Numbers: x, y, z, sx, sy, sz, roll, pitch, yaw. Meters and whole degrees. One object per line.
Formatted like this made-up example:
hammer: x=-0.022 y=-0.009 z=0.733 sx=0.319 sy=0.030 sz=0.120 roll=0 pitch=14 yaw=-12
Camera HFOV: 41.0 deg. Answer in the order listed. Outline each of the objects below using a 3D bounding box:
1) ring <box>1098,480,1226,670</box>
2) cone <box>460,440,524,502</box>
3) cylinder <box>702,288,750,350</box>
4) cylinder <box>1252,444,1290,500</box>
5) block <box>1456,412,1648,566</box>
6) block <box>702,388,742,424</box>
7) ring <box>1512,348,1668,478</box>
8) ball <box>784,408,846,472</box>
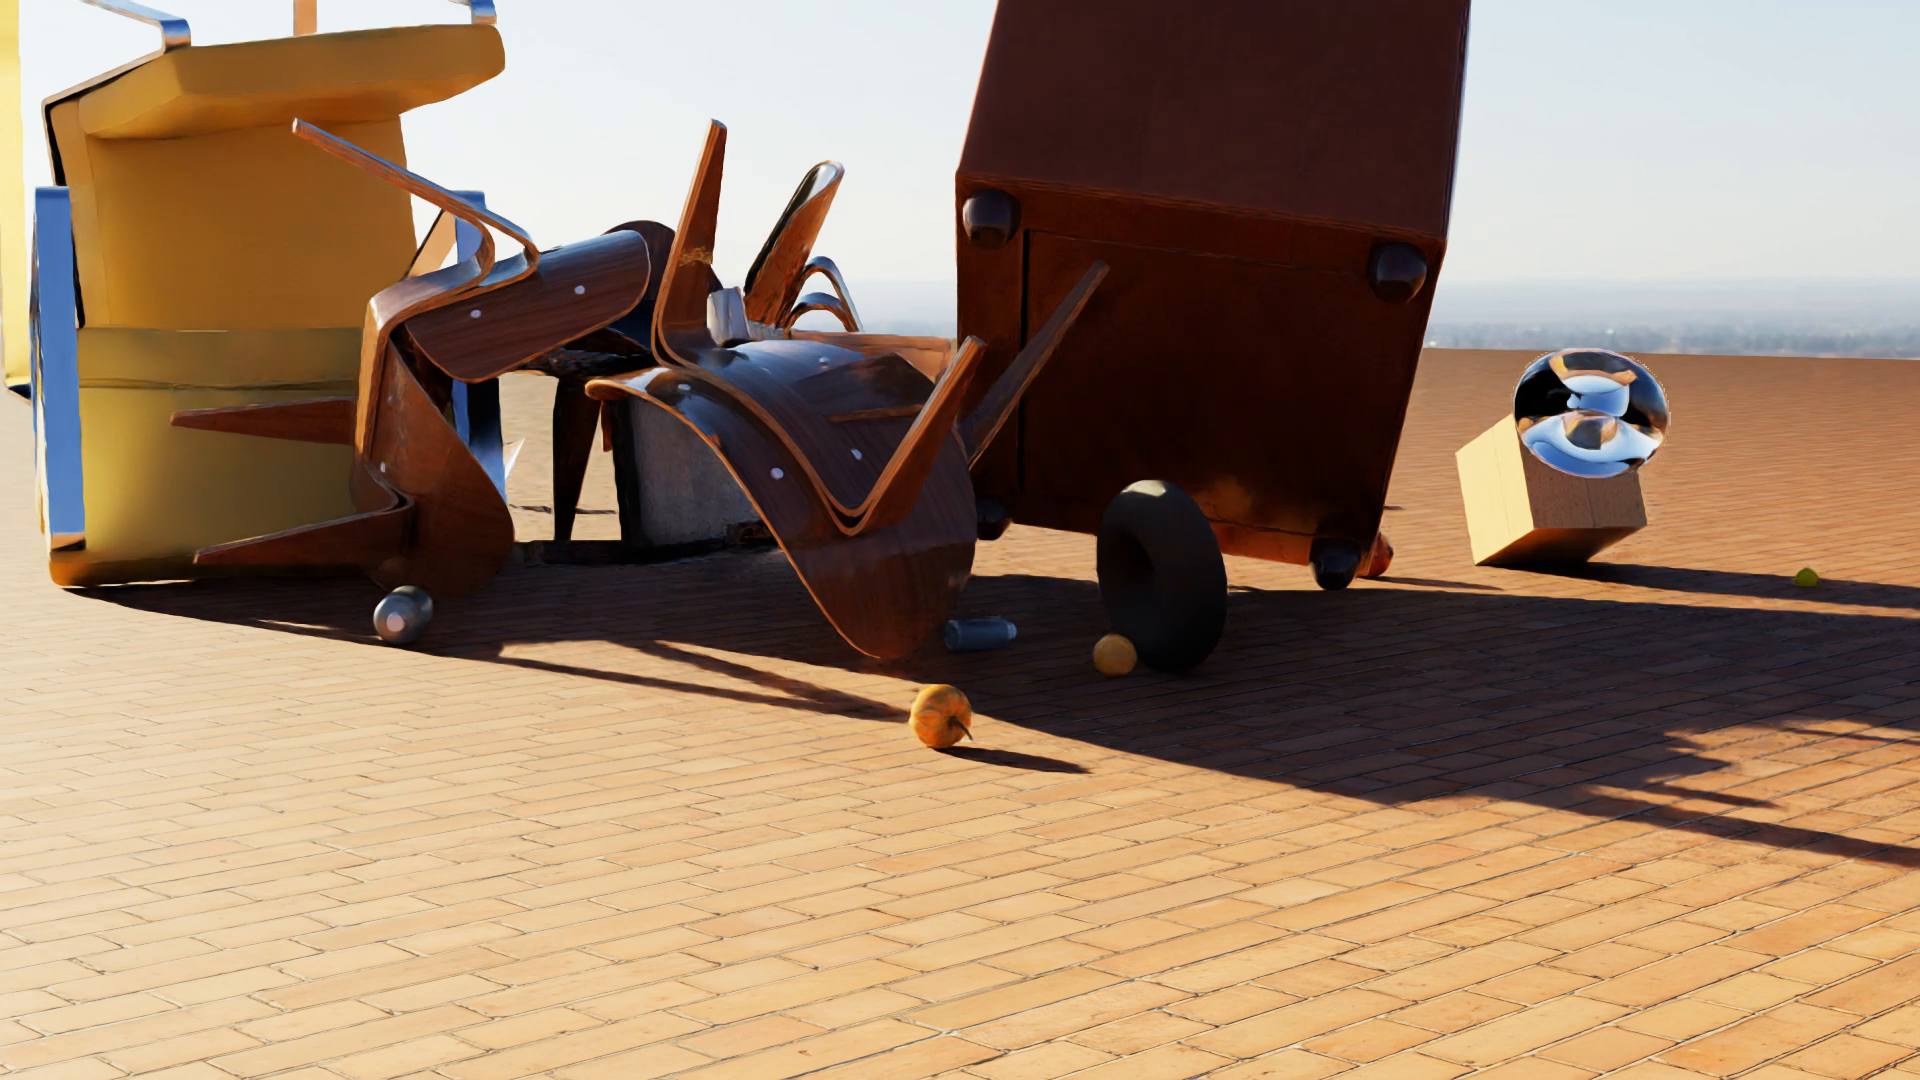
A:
ring: x=0.335 y=0.061 z=4.275 sx=0.114 sy=0.347 sz=0.301 roll=-17 pitch=43 yaw=-24
cone: x=-1.328 y=-0.237 z=7.440 sx=0.191 sy=0.174 sz=0.092 roll=-46 pitch=21 yaw=-31
cylinder: x=-0.404 y=-0.382 z=4.435 sx=0.059 sy=0.088 sz=0.101 roll=-9 pitch=-6 yaw=-32
cylinder: x=0.920 y=-0.201 z=7.585 sx=0.092 sy=0.147 sz=0.094 roll=-3 pitch=14 yaw=-10
block: x=1.334 y=-0.116 z=5.803 sx=0.283 sy=0.270 sz=0.283 roll=-2 pitch=-16 yaw=-17
block: x=-0.740 y=-0.416 z=7.955 sx=0.097 sy=0.076 sz=0.074 roll=-19 pitch=-7 yaw=2
ring: x=1.256 y=-0.252 z=5.113 sx=0.314 sy=0.145 sz=0.280 roll=25 pitch=-41 yaw=-14
ball: x=-0.488 y=-0.335 z=8.632 sx=0.212 sy=0.212 sz=0.212 roll=0 pitch=6 yaw=0
